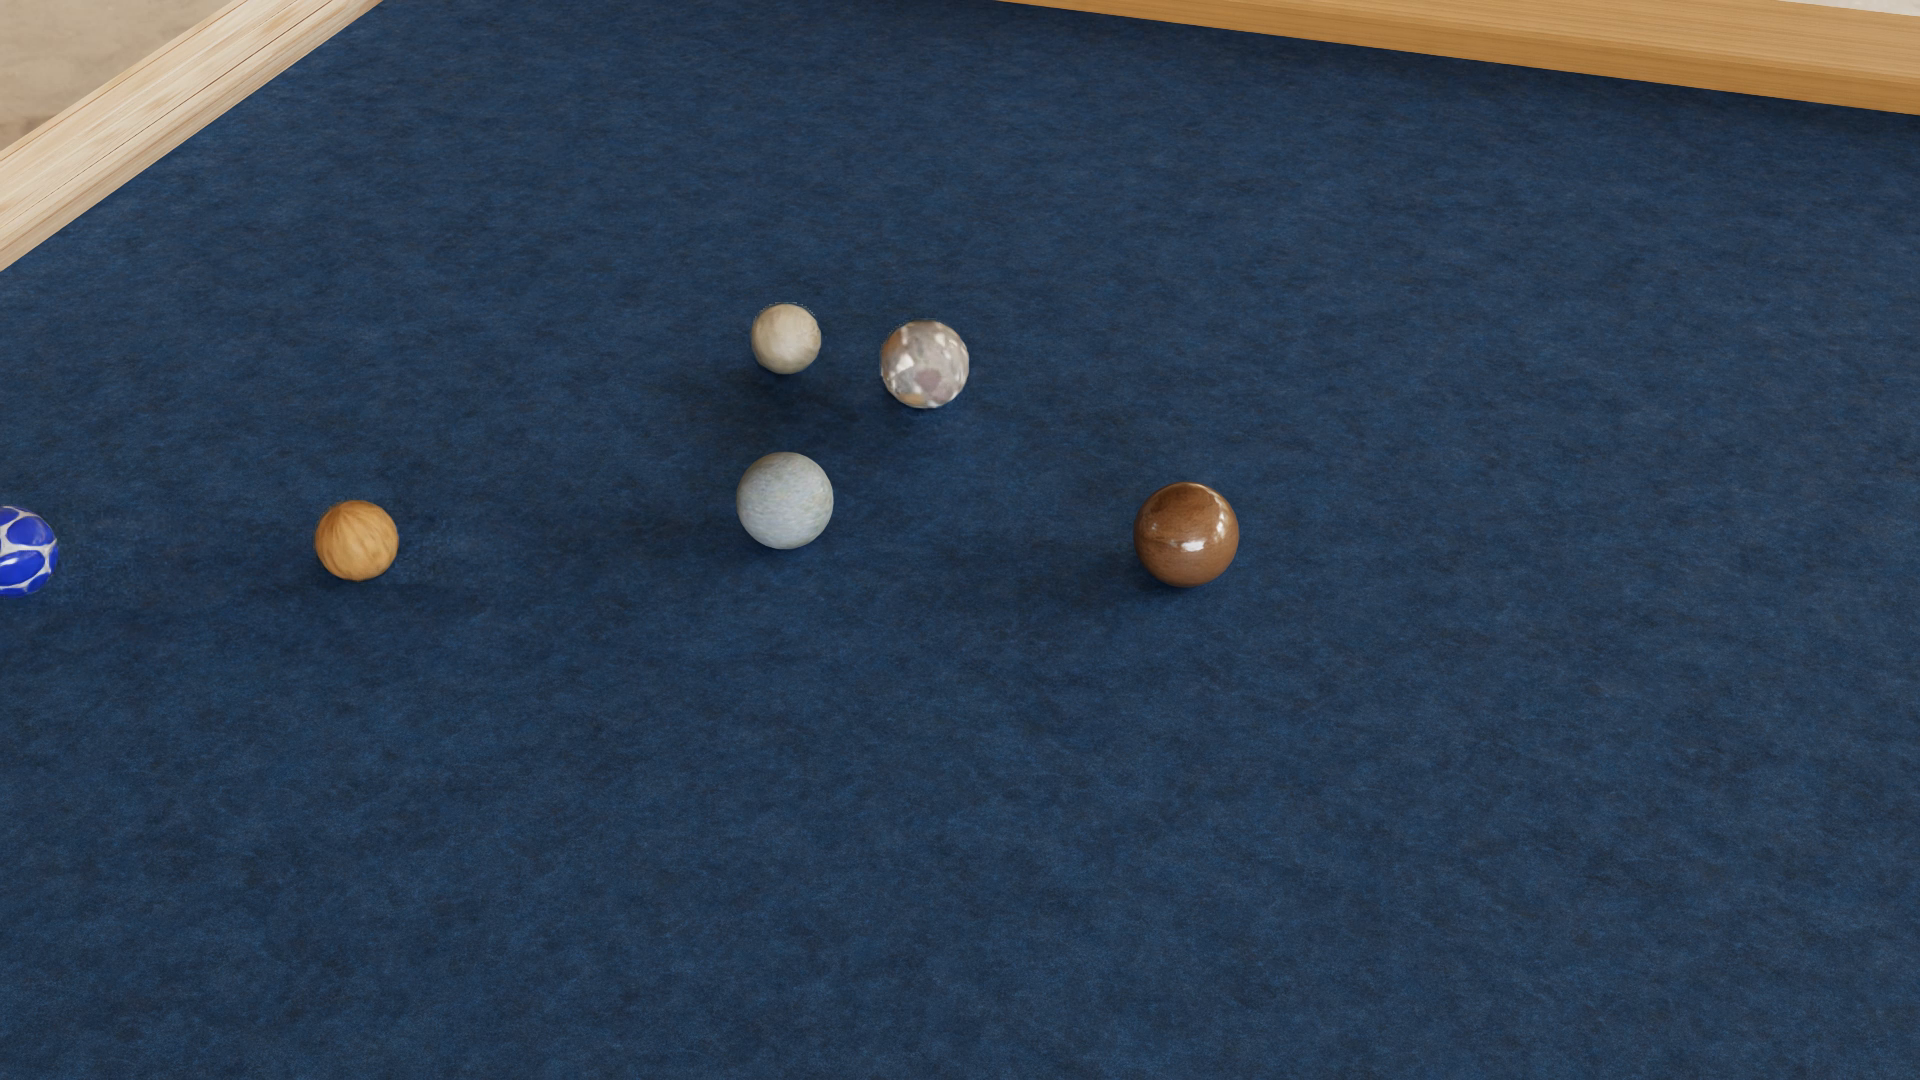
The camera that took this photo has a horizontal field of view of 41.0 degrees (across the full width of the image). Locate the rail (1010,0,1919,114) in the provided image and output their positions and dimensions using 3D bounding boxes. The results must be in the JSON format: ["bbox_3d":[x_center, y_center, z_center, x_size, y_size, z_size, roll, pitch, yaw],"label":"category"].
[{"bbox_3d":[1.376,-0.440,2.671,4.233,0.110,0.045,10,35,15],"label":"rail"}]

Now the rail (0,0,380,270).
[{"bbox_3d":[-0.981,-0.197,2.300,0.045,0.110,2.389,10,35,15],"label":"rail"}]

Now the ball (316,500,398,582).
[{"bbox_3d":[-0.480,0.001,2.041,0.065,0.065,0.065,0,33,0],"label":"ball"}]

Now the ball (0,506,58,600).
[{"bbox_3d":[-0.748,0.010,2.019,0.073,0.073,0.073,0,33,0],"label":"ball"}]

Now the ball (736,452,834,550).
[{"bbox_3d":[-0.142,-0.032,2.077,0.079,0.079,0.079,0,33,0],"label":"ball"}]

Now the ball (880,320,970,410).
[{"bbox_3d":[-0.031,-0.155,2.266,0.079,0.079,0.079,0,33,0],"label":"ball"}]

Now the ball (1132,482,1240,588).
[{"bbox_3d":[0.179,-0.004,2.031,0.084,0.084,0.084,0,33,0],"label":"ball"}]

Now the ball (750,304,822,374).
[{"bbox_3d":[-0.158,-0.181,2.320,0.064,0.064,0.064,0,33,0],"label":"ball"}]
